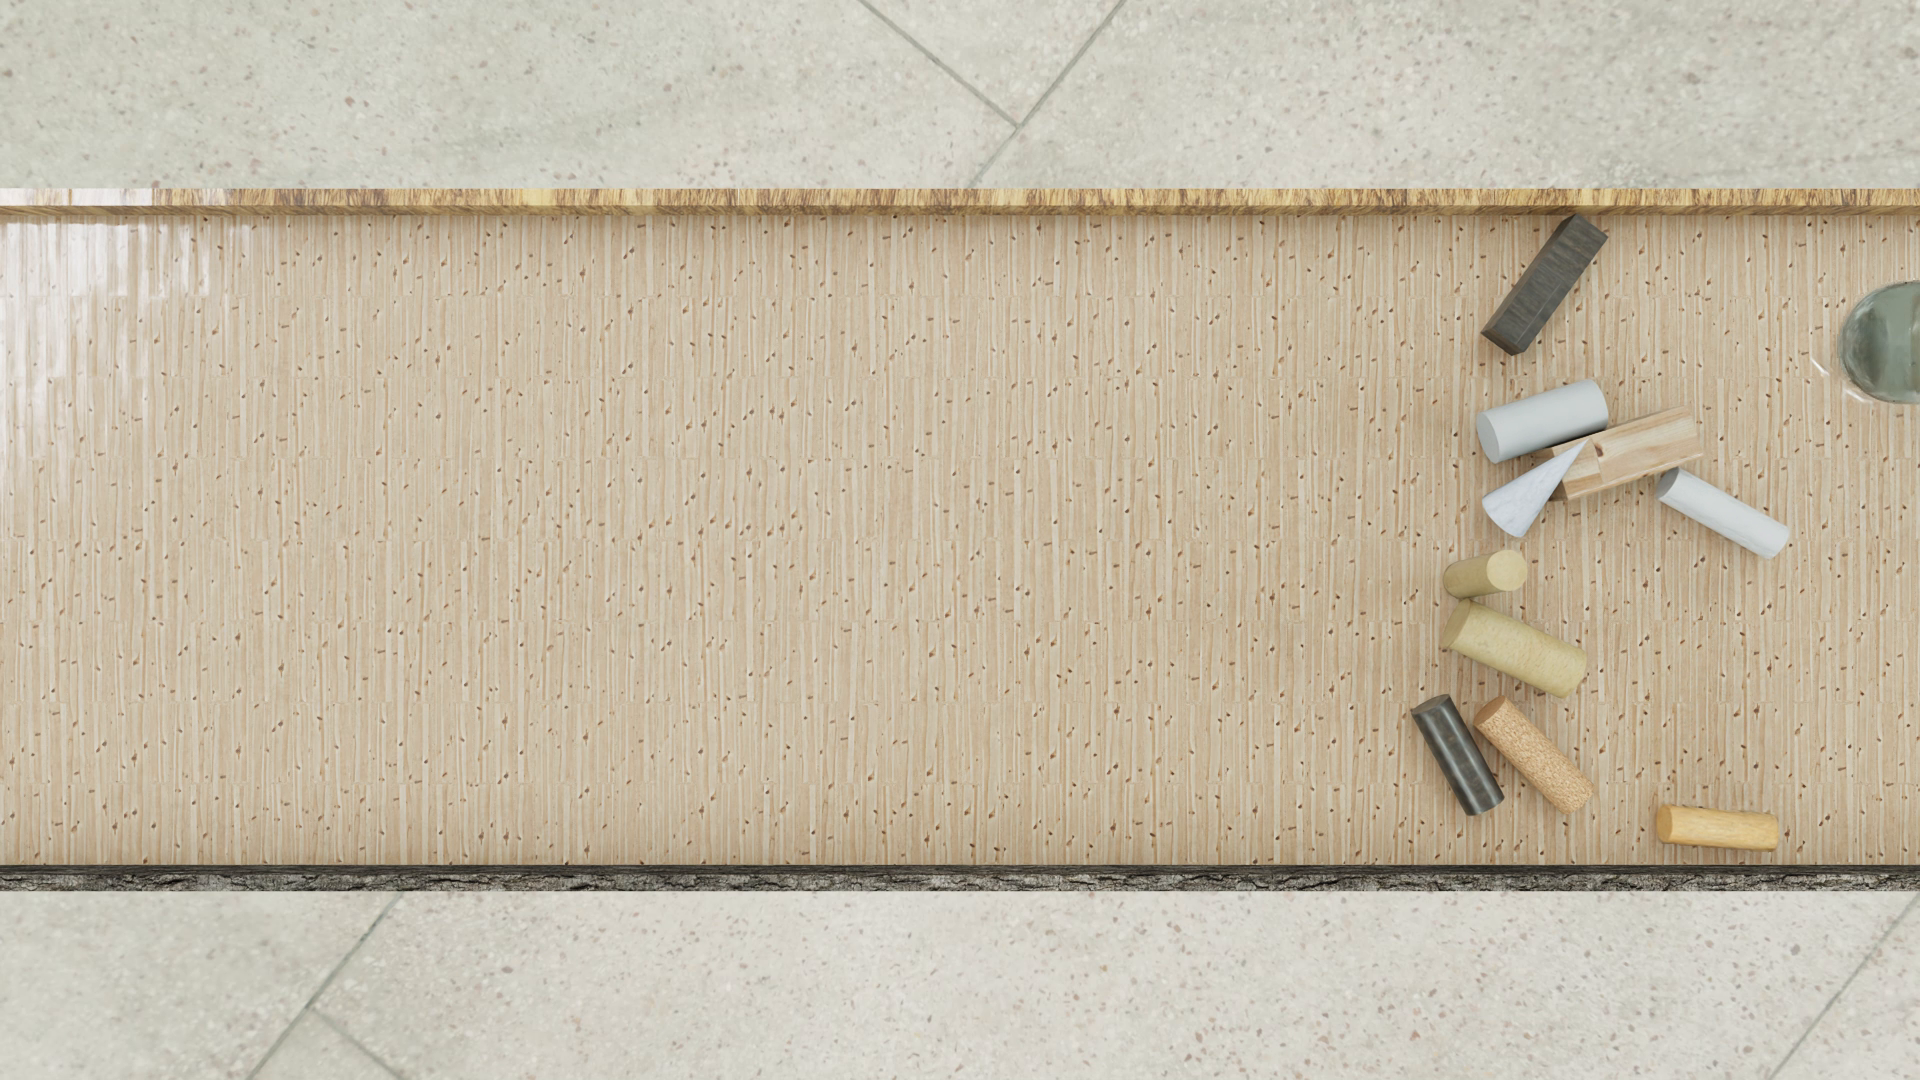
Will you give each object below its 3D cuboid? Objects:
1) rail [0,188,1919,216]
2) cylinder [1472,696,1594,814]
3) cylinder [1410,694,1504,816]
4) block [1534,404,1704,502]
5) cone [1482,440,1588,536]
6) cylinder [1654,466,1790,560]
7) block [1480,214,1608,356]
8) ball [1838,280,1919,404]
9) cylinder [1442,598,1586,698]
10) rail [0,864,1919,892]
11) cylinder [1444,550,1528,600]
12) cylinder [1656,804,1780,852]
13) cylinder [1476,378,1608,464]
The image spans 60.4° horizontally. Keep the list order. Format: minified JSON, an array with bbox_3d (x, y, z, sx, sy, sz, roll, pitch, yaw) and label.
[{"bbox_3d":[-2.247,-1.025,5.002,12.000,0.150,0.050,0,90,0],"label":"rail"},{"bbox_3d":[1.743,0.652,5.012,0.381,0.130,0.130,45,90,0],"label":"cylinder"},{"bbox_3d":[1.512,0.652,5.013,0.128,0.128,0.350,-29,90,0],"label":"cylinder"},{"bbox_3d":[1.989,-0.260,4.993,0.424,0.166,0.166,-18,90,0],"label":"block"},{"bbox_3d":[1.742,-0.185,4.906,0.167,0.167,0.353,39,125,0],"label":"cone"},{"bbox_3d":[2.318,-0.083,5.019,0.381,0.114,0.114,29,90,0],"label":"cylinder"},{"bbox_3d":[1.775,-0.774,5.016,0.121,0.121,0.428,36,90,0],"label":"block"},{"bbox_3d":[2.813,-0.584,4.894,0.366,0.366,0.366,0,90,0],"label":"ball"},{"bbox_3d":[1.678,0.328,4.995,0.385,0.163,0.163,24,90,0],"label":"cylinder"},{"bbox_3d":[-2.247,1.025,5.001,12.000,0.150,0.050,0,90,0],"label":"rail"},{"bbox_3d":[1.548,0.105,4.876,0.118,0.391,0.118,0,85,-1],"label":"cylinder"},{"bbox_3d":[2.305,0.877,5.020,0.322,0.113,0.113,5,90,0],"label":"cylinder"},{"bbox_3d":[1.761,-0.360,4.995,0.341,0.162,0.162,-17,90,0],"label":"cylinder"}]
